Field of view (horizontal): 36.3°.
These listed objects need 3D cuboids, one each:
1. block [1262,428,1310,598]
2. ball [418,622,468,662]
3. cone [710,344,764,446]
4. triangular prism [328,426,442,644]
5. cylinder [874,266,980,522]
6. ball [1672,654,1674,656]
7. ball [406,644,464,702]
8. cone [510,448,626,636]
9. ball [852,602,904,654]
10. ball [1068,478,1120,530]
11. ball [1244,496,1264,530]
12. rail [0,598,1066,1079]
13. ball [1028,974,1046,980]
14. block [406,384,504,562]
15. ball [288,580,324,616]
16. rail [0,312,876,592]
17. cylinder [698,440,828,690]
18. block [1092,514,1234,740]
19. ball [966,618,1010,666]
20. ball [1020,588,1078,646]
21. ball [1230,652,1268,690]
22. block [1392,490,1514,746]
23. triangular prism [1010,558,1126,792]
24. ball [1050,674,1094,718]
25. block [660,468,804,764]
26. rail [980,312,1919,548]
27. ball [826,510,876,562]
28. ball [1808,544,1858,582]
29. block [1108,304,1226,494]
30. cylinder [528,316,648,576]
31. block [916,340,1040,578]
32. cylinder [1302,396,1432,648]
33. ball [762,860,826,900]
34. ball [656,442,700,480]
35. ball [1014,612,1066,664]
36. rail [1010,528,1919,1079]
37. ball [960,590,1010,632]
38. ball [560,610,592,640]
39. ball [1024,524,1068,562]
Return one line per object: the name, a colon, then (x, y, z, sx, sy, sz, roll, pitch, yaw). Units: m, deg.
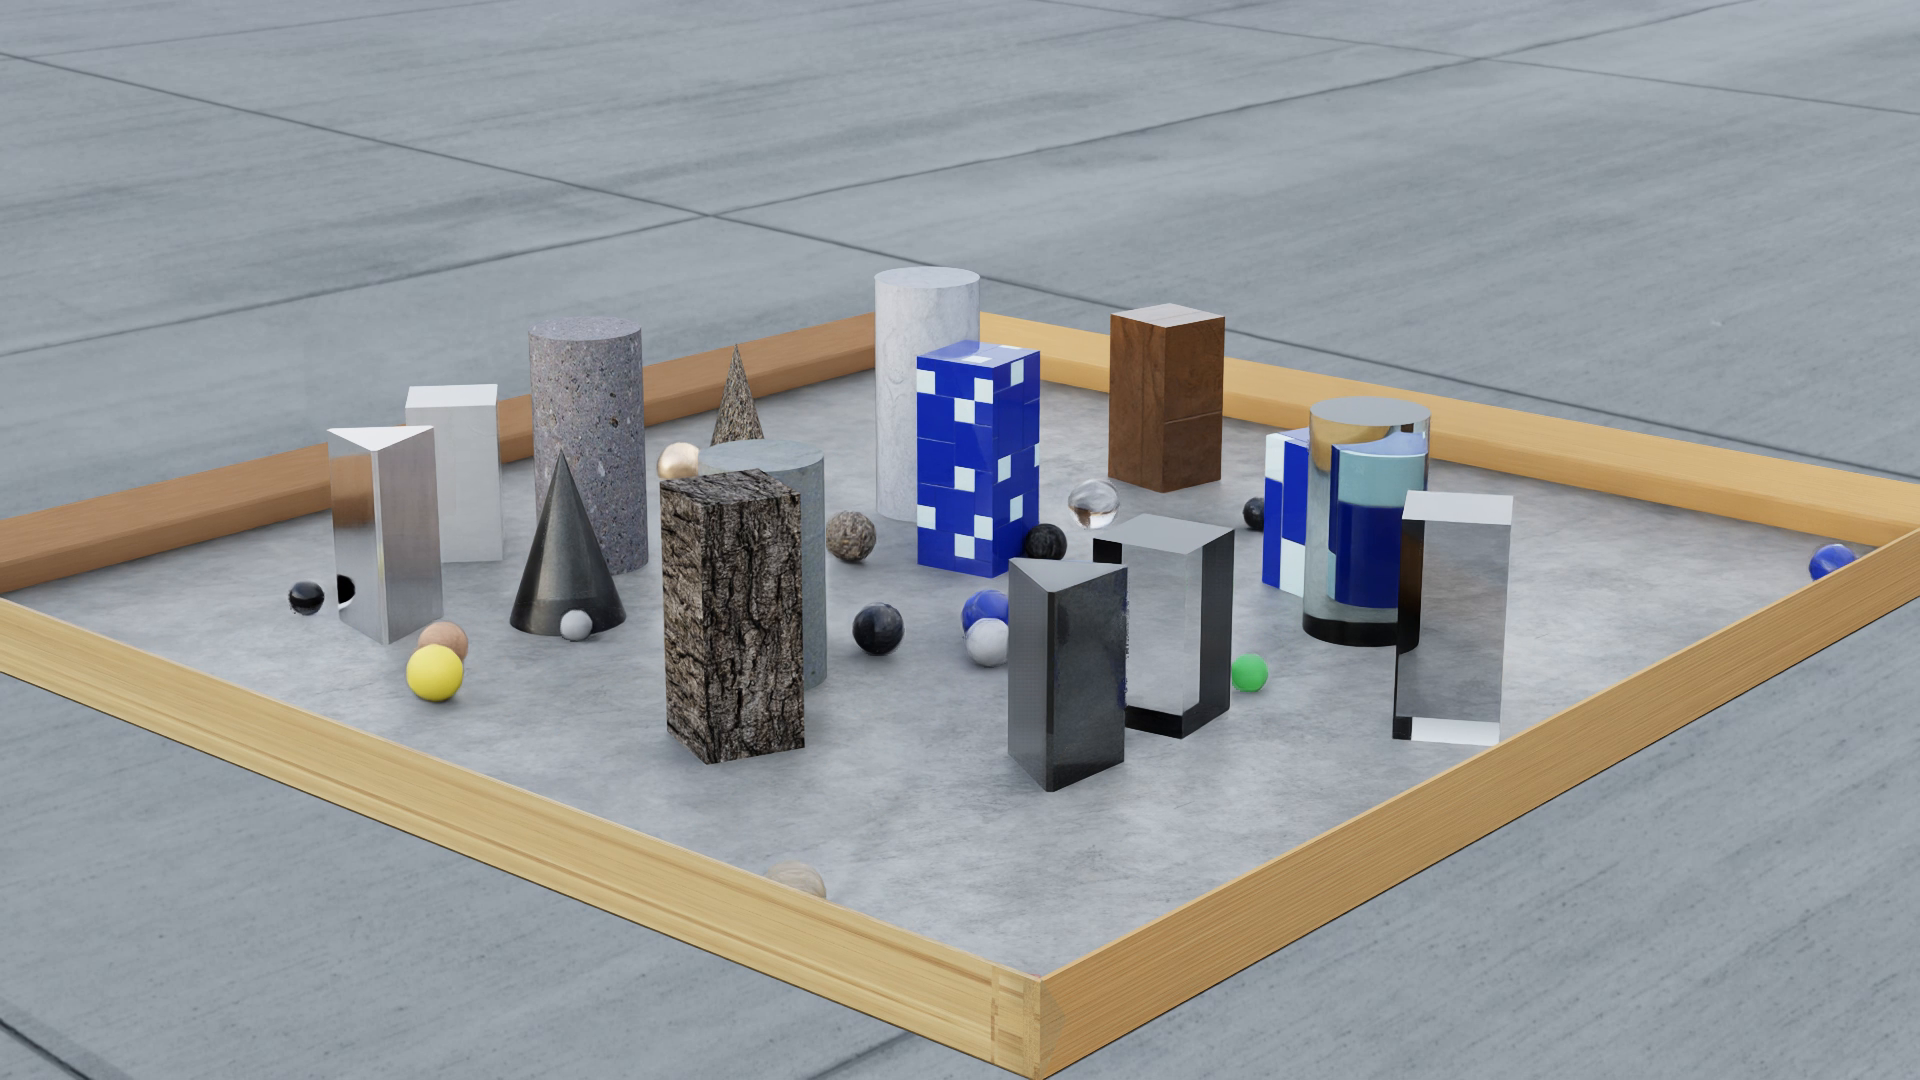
block: (0.647, -0.049, 5.149, 0.159, 0.270, 0.159, -12, 20, -34)
ball: (-0.836, 0.172, 4.746, 0.080, 0.080, 0.080, 0, 17, 0)
cone: (-0.408, -0.181, 5.400, 0.199, 0.379, 0.199, 0, 17, 0)
triangular prism: (-0.946, -0.018, 4.935, 0.149, 0.335, 0.172, -12, 21, -35)
cylinder: (-0.062, -0.279, 5.595, 0.199, 0.453, 0.199, 0, 17, 0)
ball: (1.143, 0.212, 4.636, 0.067, 0.067, 0.067, 0, 17, 0)
ball: (-0.825, 0.209, 4.607, 0.089, 0.089, 0.089, 0, 17, 0)
cone: (-0.670, -0.012, 4.970, 0.199, 0.302, 0.199, 0, 17, 0)
ball: (-0.134, 0.145, 4.823, 0.086, 0.086, 0.086, 0, 17, 0)
ball: (0.252, -0.068, 5.513, 0.096, 0.096, 0.096, 0, 17, 0)
ball: (0.565, -0.051, 5.513, 0.064, 0.064, 0.064, 0, 17, 0)
rail: (-0.857, 0.317, 4.175, 2.552, 0.129, 0.045, 14, 22, 39)
ball: (0.084, 0.555, 3.473, 0.081, 0.081, 0.081, 0, 17, 0)
block: (-0.921, -0.122, 5.356, 0.159, 0.291, 0.159, -2, 17, -7)
ball: (-1.120, 0.099, 5.024, 0.059, 0.059, 0.059, 0, 17, 0)
rail: (-0.946, -0.204, 5.906, 0.045, 0.129, 2.661, 14, 22, 39)
cylinder: (-0.314, 0.043, 4.676, 0.199, 0.368, 0.199, 0, 17, 0)
block: (0.311, 0.130, 4.513, 0.159, 0.294, 0.159, 10, 20, 31)
ball: (0.048, 0.165, 4.770, 0.079, 0.079, 0.079, 0, 17, 0)
ball: (0.149, 0.129, 4.860, 0.097, 0.097, 0.097, 0, 17, 0)
ball: (0.460, 0.209, 4.655, 0.060, 0.060, 0.060, 0, 17, 0)
block: (0.750, 0.117, 4.462, 0.159, 0.348, 0.159, 3, 17, 11)
triangular prism: (0.131, 0.187, 4.308, 0.149, 0.304, 0.172, 14, 22, 40)
ball: (0.173, 0.241, 4.538, 0.067, 0.067, 0.067, 0, 17, 0)
block: (-0.341, 0.113, 4.393, 0.159, 0.397, 0.159, -8, 19, -26)
rail: (0.857, -0.252, 6.064, 2.552, 0.129, 0.045, 14, 22, 39)
ball: (-0.198, -0.007, 5.317, 0.092, 0.092, 0.092, 0, 17, 0)
ball: (1.533, 0.050, 5.137, 0.087, 0.087, 0.087, 0, 17, 0)
block: (0.409, -0.283, 5.817, 0.159, 0.333, 0.159, -13, 21, -37)
cylinder: (-0.666, -0.169, 5.266, 0.199, 0.433, 0.199, 0, 17, 0)
block: (0.033, -0.148, 5.276, 0.159, 0.386, 0.159, 10, 20, 31)
cylinder: (0.679, -0.032, 4.905, 0.199, 0.379, 0.199, 0, 17, 0)
ball: (-0.218, 0.458, 3.779, 0.090, 0.090, 0.090, 0, 17, 0)
ball: (-0.546, -0.142, 5.753, 0.100, 0.100, 0.100, 0, 17, 0)
ball: (0.129, 0.160, 4.777, 0.085, 0.085, 0.085, 0, 17, 0)
rail: (0.946, 0.269, 4.334, 0.045, 0.129, 2.661, 14, 22, 39)
ball: (0.048, 0.128, 4.867, 0.093, 0.093, 0.093, 0, 17, 0)
ball: (-0.640, 0.142, 4.895, 0.052, 0.052, 0.052, 0, 17, 0)
ball: (0.156, 0.008, 5.293, 0.077, 0.077, 0.077, 0, 17, 0)
